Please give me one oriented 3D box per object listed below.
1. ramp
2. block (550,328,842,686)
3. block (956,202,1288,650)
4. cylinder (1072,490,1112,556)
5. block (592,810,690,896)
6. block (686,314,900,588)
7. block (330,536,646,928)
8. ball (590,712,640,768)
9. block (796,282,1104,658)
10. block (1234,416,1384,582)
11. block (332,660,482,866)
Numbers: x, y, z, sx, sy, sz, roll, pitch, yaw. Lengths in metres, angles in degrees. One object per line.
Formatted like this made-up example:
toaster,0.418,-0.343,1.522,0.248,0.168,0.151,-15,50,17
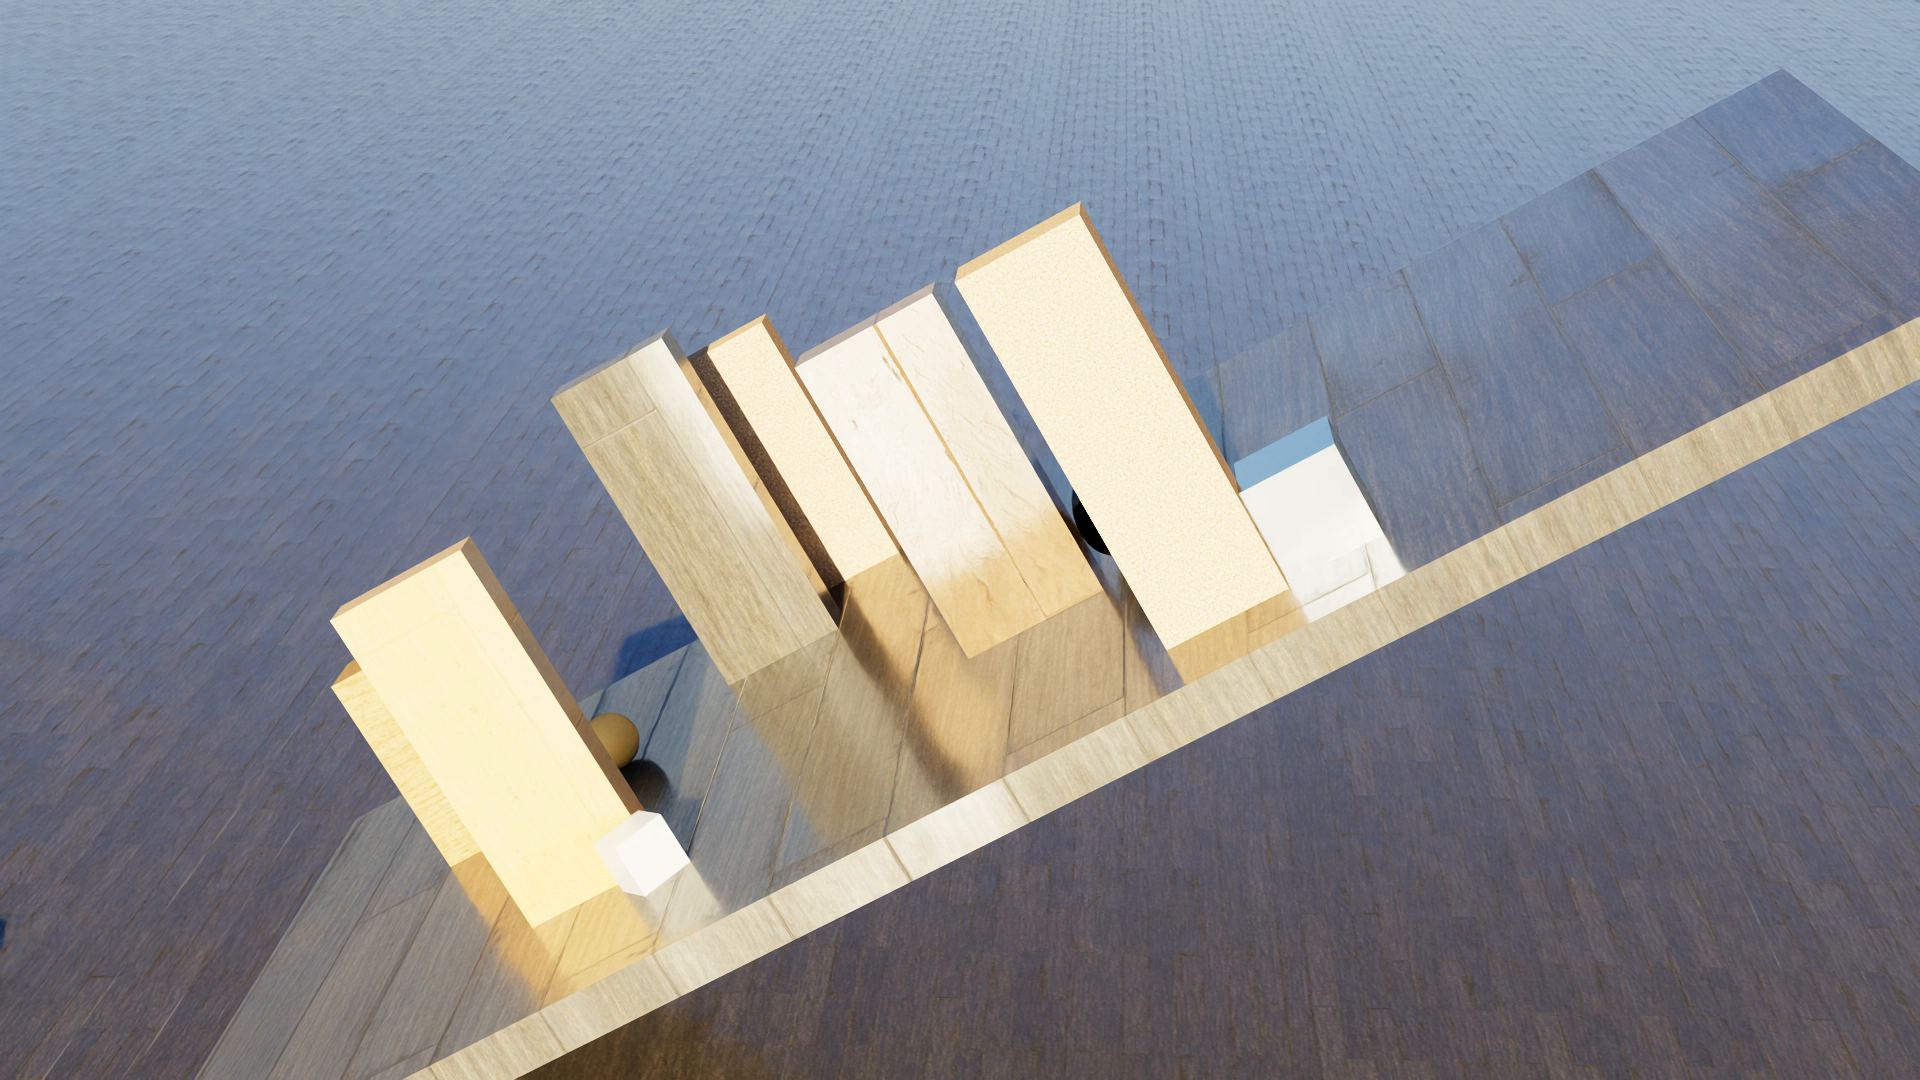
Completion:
ramp,0.142,0.167,6.283,4.000,0.100,2.000,-28,15,11
block,-0.602,-0.073,6.784,0.297,0.789,0.103,-28,15,11
block,0.301,-0.204,5.398,0.255,0.799,0.116,-28,15,11
cylinder,0.373,-0.082,6.050,0.204,0.204,0.204,-16,2,-40
block,-0.634,0.623,5.853,0.116,0.116,0.116,-37,16,-24
block,-0.479,-0.167,7.131,0.395,0.653,0.090,-28,15,11
block,-0.922,0.392,5.914,0.308,0.756,0.088,-28,15,11
ball,-0.796,0.459,6.705,0.131,0.131,0.131,0,18,0
block,-0.016,-0.137,5.993,0.316,0.707,0.102,-28,15,11
block,0.649,-0.078,5.493,0.197,0.197,0.197,-28,15,11
block,-1.115,0.427,6.701,0.393,0.501,0.147,-28,15,11
